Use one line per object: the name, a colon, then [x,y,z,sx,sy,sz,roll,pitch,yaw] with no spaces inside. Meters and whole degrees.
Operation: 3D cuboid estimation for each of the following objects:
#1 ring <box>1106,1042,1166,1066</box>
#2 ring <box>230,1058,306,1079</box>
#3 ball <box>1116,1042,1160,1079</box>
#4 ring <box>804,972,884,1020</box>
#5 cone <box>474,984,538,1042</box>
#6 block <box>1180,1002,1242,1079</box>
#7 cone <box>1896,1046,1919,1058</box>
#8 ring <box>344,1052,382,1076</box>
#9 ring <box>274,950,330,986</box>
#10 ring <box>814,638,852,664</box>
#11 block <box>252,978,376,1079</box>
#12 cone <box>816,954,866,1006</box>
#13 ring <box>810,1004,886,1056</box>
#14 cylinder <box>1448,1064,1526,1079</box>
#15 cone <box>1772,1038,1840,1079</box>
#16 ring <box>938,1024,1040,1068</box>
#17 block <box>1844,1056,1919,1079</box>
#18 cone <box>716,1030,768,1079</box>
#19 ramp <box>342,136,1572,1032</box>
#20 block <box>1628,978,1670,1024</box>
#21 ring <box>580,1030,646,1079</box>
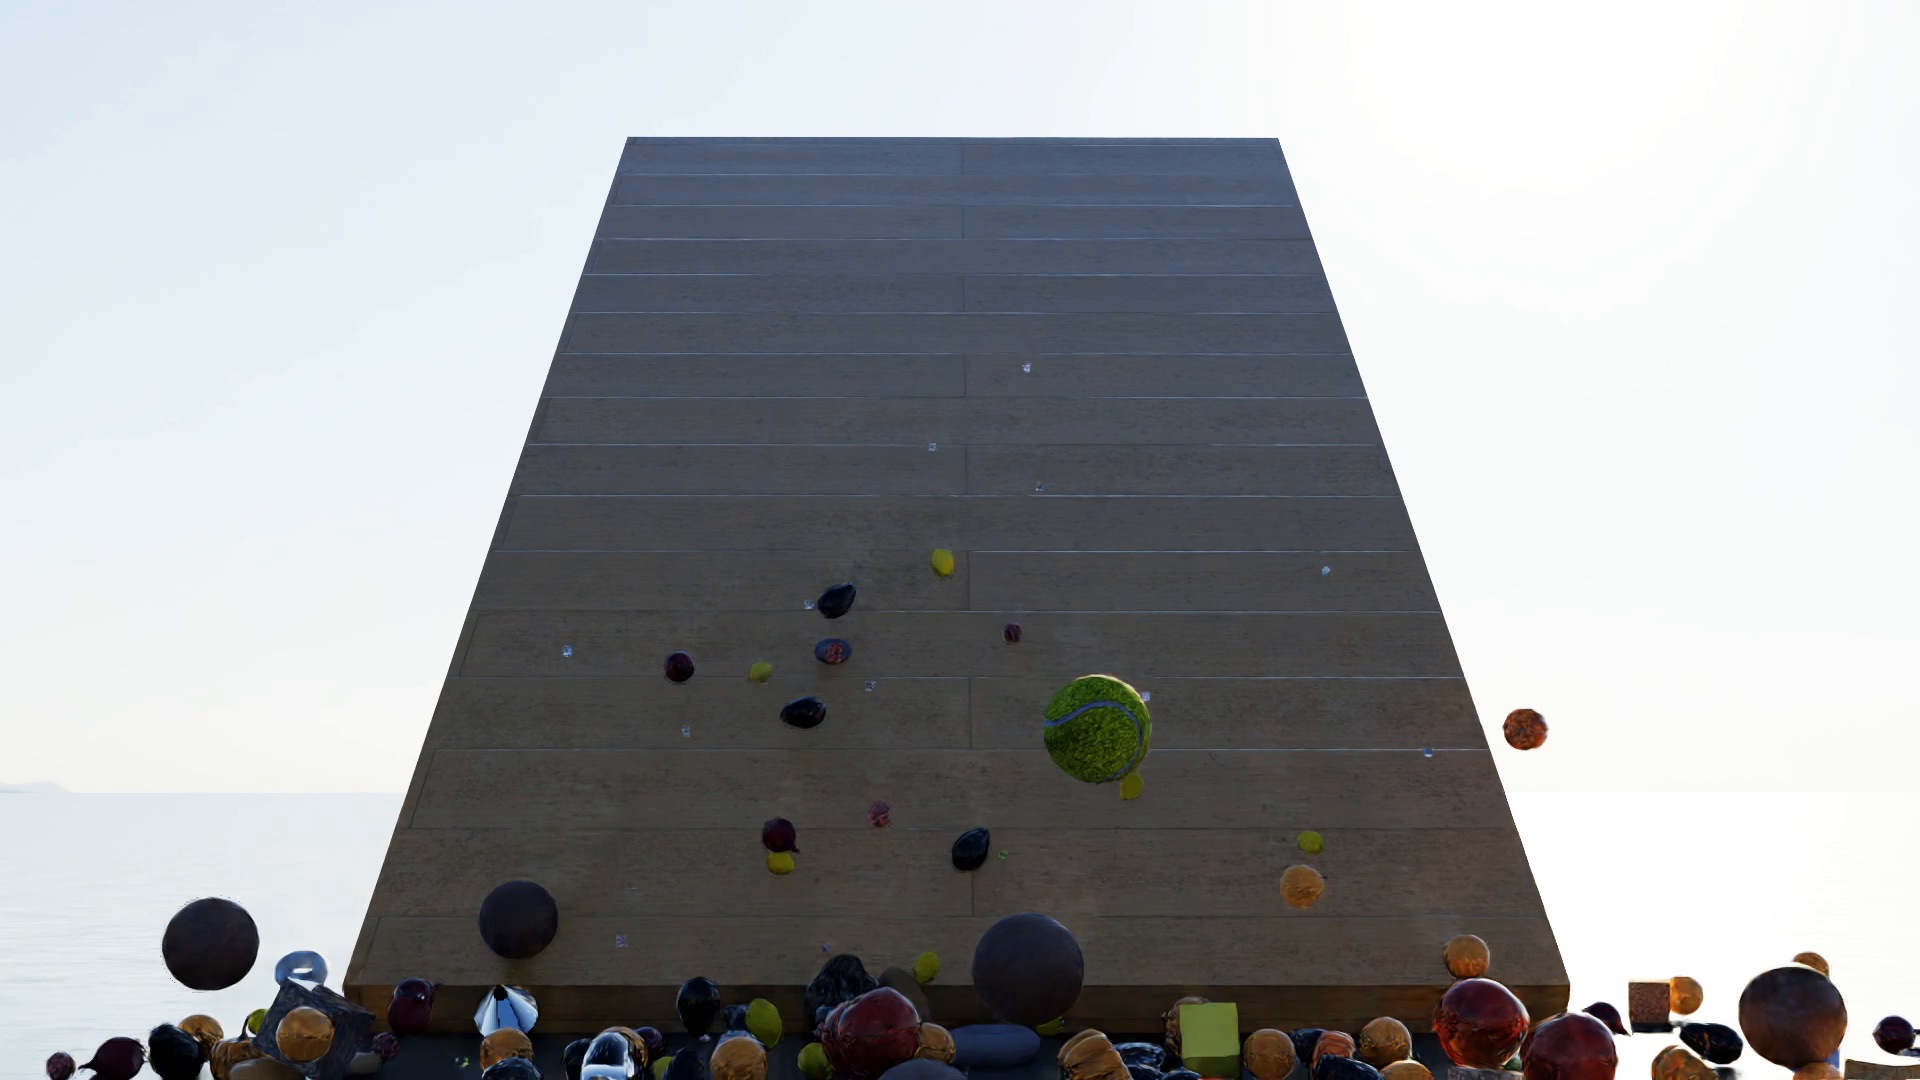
ring: [0.255,0.750,3.502,0.086,0.029,0.086,-1,-5,0]
ring: [-0.934,0.721,3.255,0.103,0.034,0.103,-2,-4,0]
ball: [0.239,0.706,3.234,0.060,0.060,0.060,0,-6,0]
ring: [-0.185,0.736,3.847,0.131,0.044,0.131,0,31,0]
cone: [-0.697,0.698,3.663,0.096,0.096,0.096,0,-39,-1]
block: [0.342,0.685,3.287,0.077,0.077,0.077,-4,-36,6]
cone: [1.209,0.693,3.005,0.086,0.086,0.086,0,21,4]
ring: [-0.859,0.735,3.376,0.094,0.031,0.094,0,-10,0]
ring: [-1.116,0.731,4.082,0.094,0.031,0.094,3,30,-2]
ring: [-0.252,0.221,4.779,0.075,0.025,0.075,0,31,0]
block: [-0.871,0.660,3.246,0.099,0.099,0.099,25,-9,16]
cone: [-0.161,0.681,3.637,0.083,0.083,0.083,-3,-33,29]
ring: [-0.167,0.734,3.597,0.123,0.041,0.123,18,-28,10]
cylinder: [0.595,0.641,2.728,0.082,0.082,0.082,4,-5,17]
cone: [1.100,0.684,3.151,0.077,0.077,0.077,8,-5,5]
ring: [0.043,0.740,3.518,0.150,0.050,0.150,-2,-3,0]
block: [1.112,0.659,2.863,0.079,0.079,0.079,3,-7,-26]
cone: [-0.318,0.727,3.317,0.078,0.078,0.078,4,-33,-32]
ramp: [-0.013,-0.214,5.679,2.000,0.100,4.000,0,29,0]
block: [1.191,0.797,4.160,0.069,0.069,0.069,-2,-6,15]
ring: [-0.367,0.593,2.547,0.048,0.145,0.145,-3,-6,5]
